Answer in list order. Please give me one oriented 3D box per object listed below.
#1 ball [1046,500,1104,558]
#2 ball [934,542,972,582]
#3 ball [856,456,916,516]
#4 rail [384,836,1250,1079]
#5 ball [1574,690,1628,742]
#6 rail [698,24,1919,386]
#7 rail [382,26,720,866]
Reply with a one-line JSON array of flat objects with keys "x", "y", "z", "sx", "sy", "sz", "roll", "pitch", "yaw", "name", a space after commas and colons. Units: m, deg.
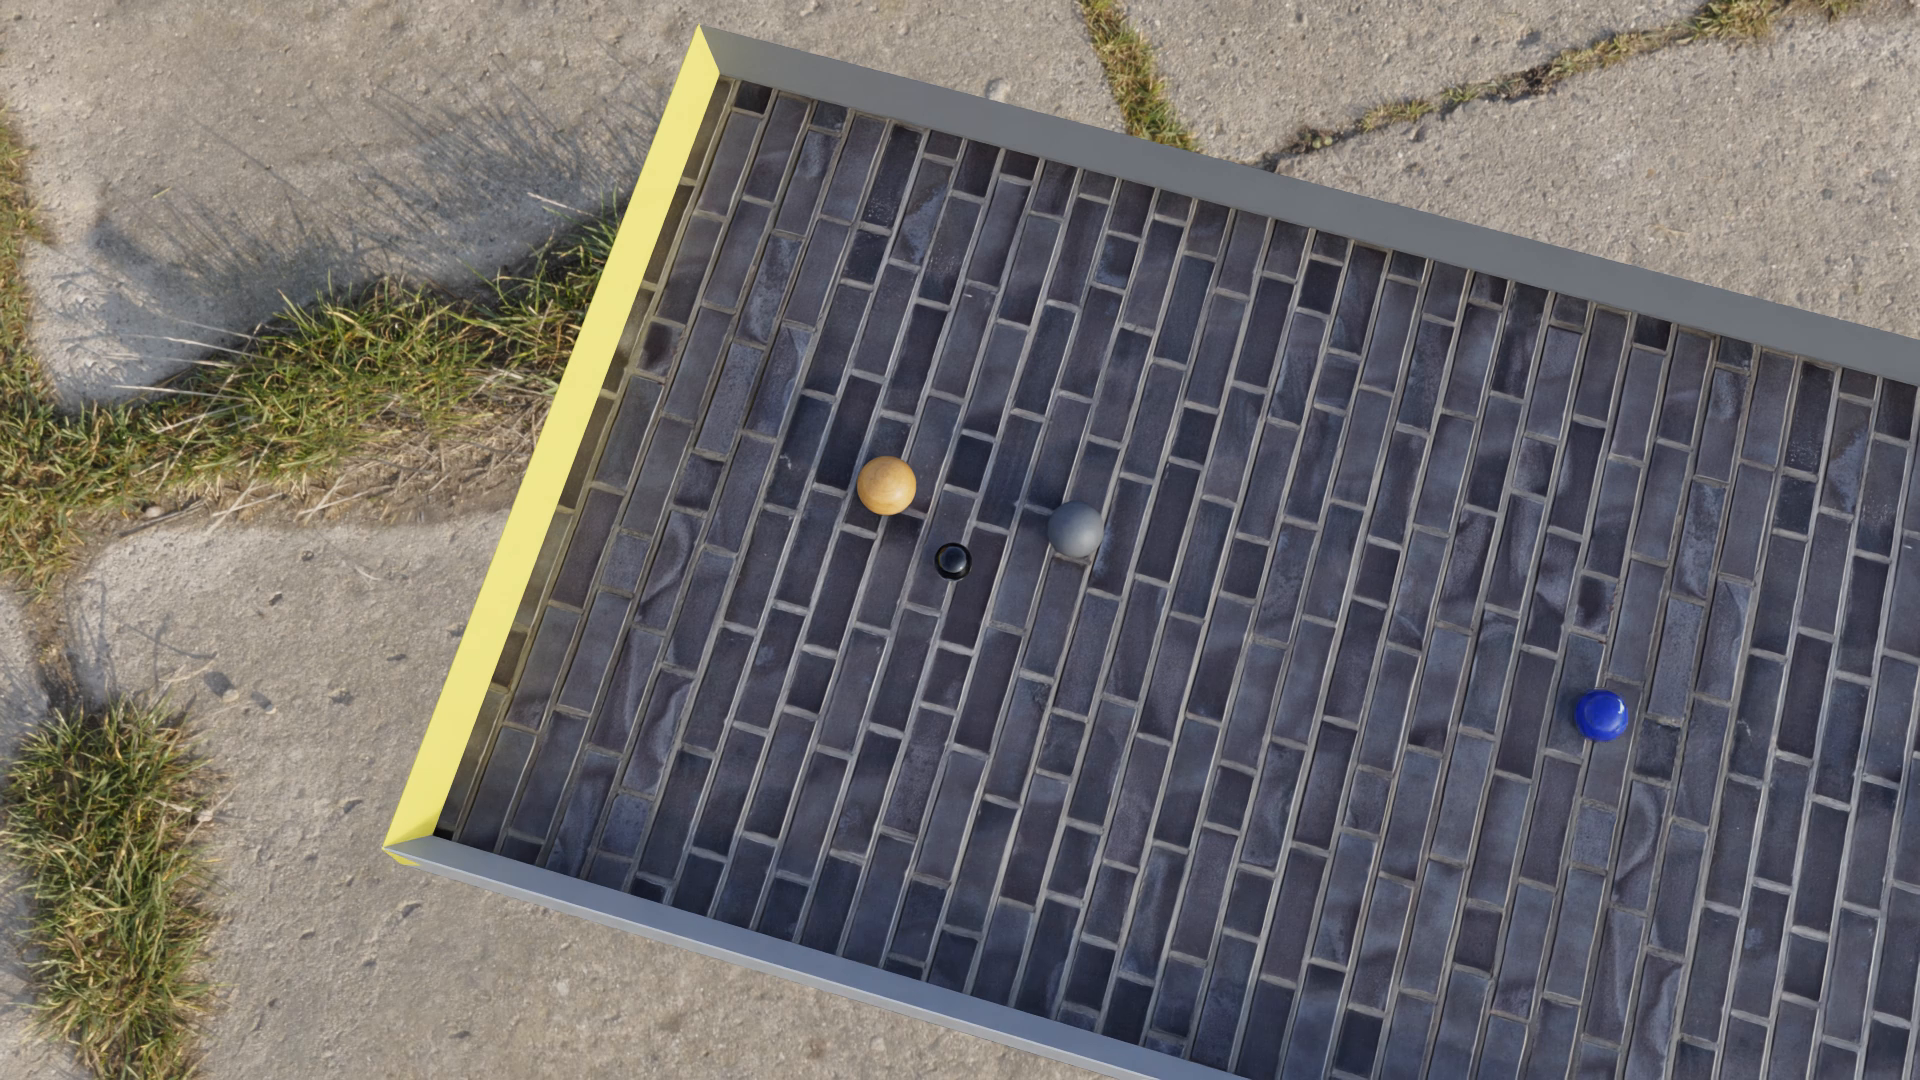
[{"x": 0.180, "y": -0.017, "z": 3.418, "sx": 0.089, "sy": 0.089, "sz": 0.089, "roll": 0, "pitch": 71, "yaw": 0, "name": "ball"}, {"x": -0.011, "y": 0.034, "z": 3.415, "sx": 0.061, "sy": 0.061, "sz": 0.061, "roll": 0, "pitch": 71, "yaw": 0, "name": "ball"}, {"x": -0.115, "y": -0.085, "z": 3.439, "sx": 0.094, "sy": 0.094, "sz": 0.094, "roll": 0, "pitch": 71, "yaw": 0, "name": "ball"}, {"x": 0.439, "y": 0.797, "z": 3.118, "sx": 2.645, "sy": 0.122, "sz": 0.045, "roll": 16, "pitch": 72, "yaw": 5, "name": "rail"}, {"x": 0.970, "y": 0.266, "z": 3.325, "sx": 0.079, "sy": 0.079, "sz": 0.079, "roll": 0, "pitch": 71, "yaw": 0, "name": "ball"}, {"x": 0.830, "y": -0.457, "z": 3.552, "sx": 2.645, "sy": 0.122, "sz": 0.045, "roll": 16, "pitch": 72, "yaw": 5, "name": "rail"}, {"x": -0.612, "y": -0.177, "z": 3.455, "sx": 0.045, "sy": 0.122, "sz": 1.431, "roll": 16, "pitch": 72, "yaw": 5, "name": "rail"}]
